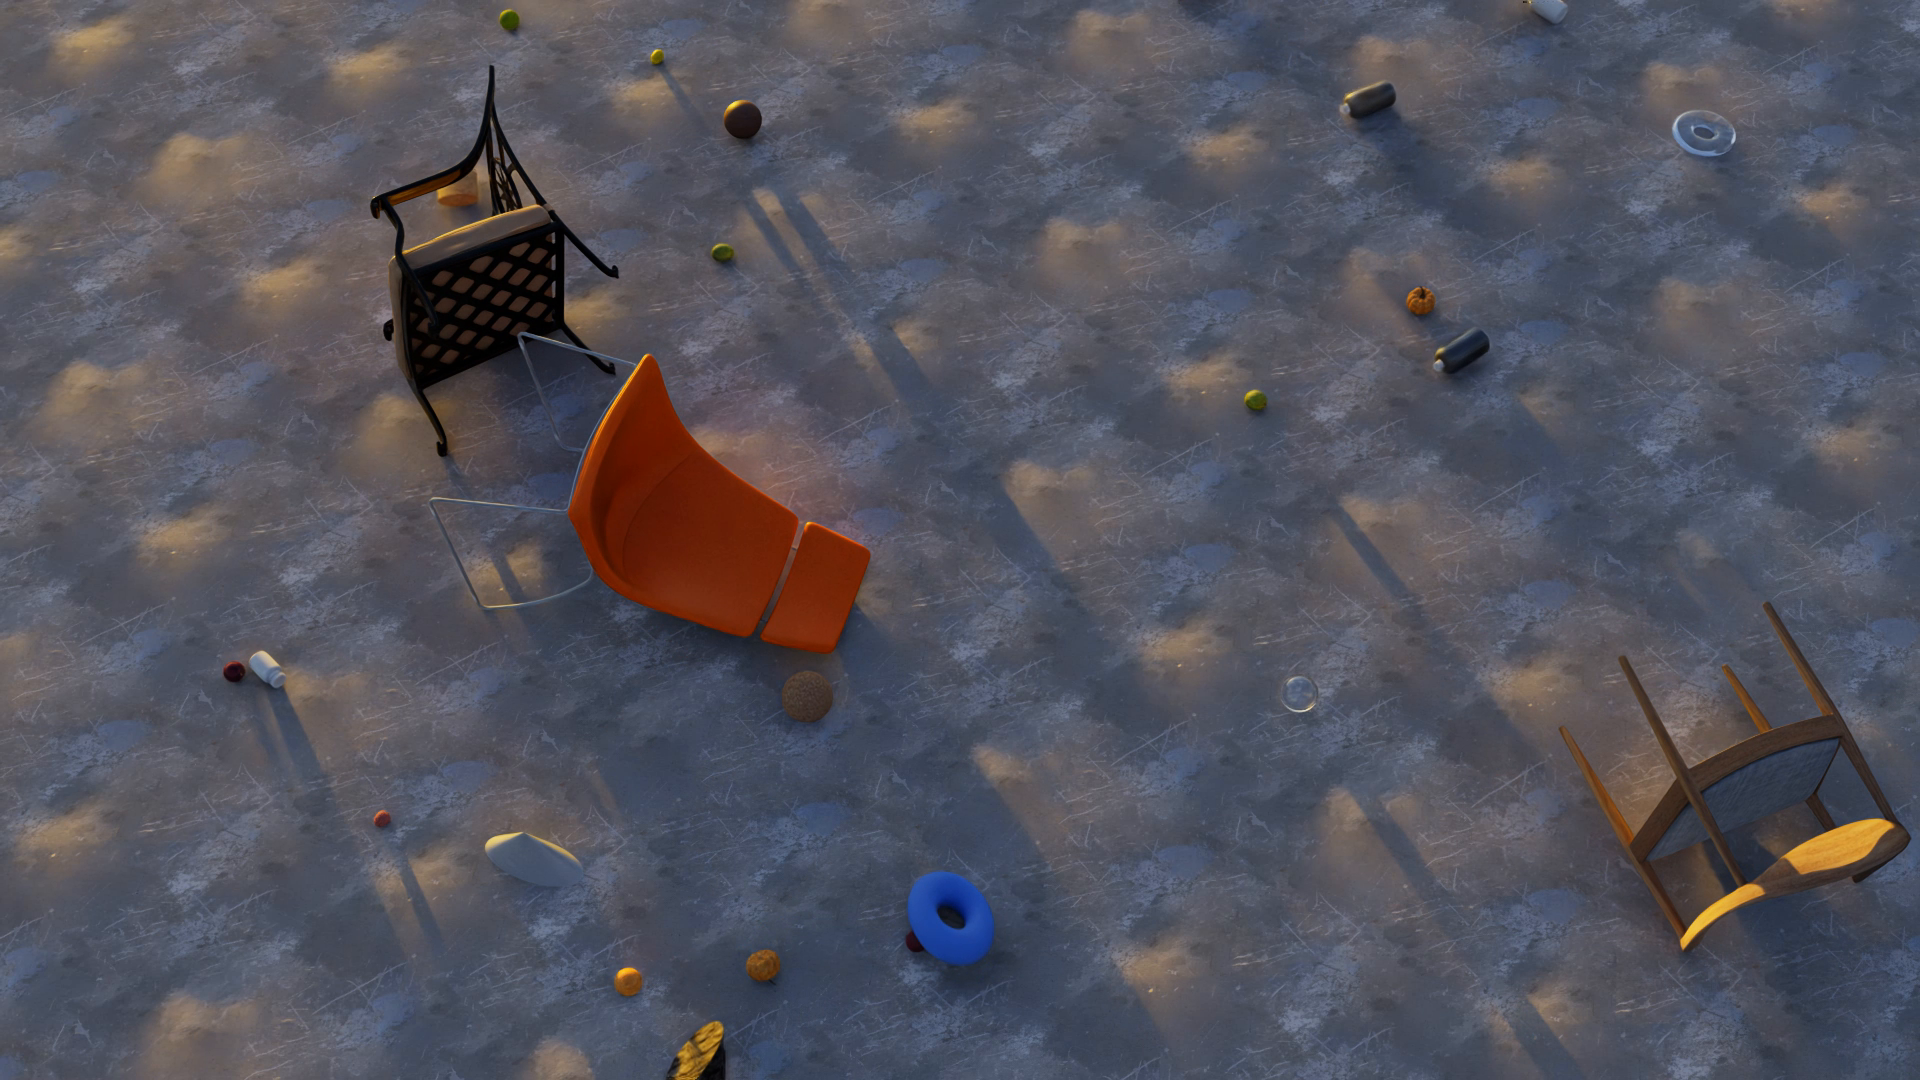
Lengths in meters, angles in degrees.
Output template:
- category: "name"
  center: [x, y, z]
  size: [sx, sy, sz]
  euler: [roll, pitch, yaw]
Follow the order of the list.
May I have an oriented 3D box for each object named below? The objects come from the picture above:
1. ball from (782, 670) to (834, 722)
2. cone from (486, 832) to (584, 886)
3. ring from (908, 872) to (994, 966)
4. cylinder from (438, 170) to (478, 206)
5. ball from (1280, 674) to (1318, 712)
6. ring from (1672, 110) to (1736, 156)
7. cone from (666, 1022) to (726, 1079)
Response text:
- category: "ball"
  center: [-0.429, 0.441, 6.190]
  size: [0.146, 0.146, 0.146]
  euler: [0, 56, 0]
- category: "cone"
  center: [-1.160, 0.824, 5.918]
  size: [0.291, 0.170, 0.128]
  euler: [17, 58, 11]
- category: "ring"
  center: [-0.024, 1.001, 5.825]
  size: [0.225, 0.090, 0.297]
  euler: [-4, 43, -23]
- category: "cylinder"
  center: [-1.674, -1.173, 7.326]
  size: [0.130, 0.058, 0.113]
  euler: [-5, 56, -8]
- category: "ball"
  center: [0.959, 0.433, 6.218]
  size: [0.109, 0.109, 0.109]
  euler: [0, 56, 0]
- category: "ring"
  center: [2.528, -1.383, 7.474]
  size: [0.213, 0.049, 0.207]
  euler: [16, 57, 10]
- category: "cone"
  center: [-0.638, 1.359, 5.616]
  size: [0.121, 0.194, 0.232]
  euler: [47, 35, -18]
